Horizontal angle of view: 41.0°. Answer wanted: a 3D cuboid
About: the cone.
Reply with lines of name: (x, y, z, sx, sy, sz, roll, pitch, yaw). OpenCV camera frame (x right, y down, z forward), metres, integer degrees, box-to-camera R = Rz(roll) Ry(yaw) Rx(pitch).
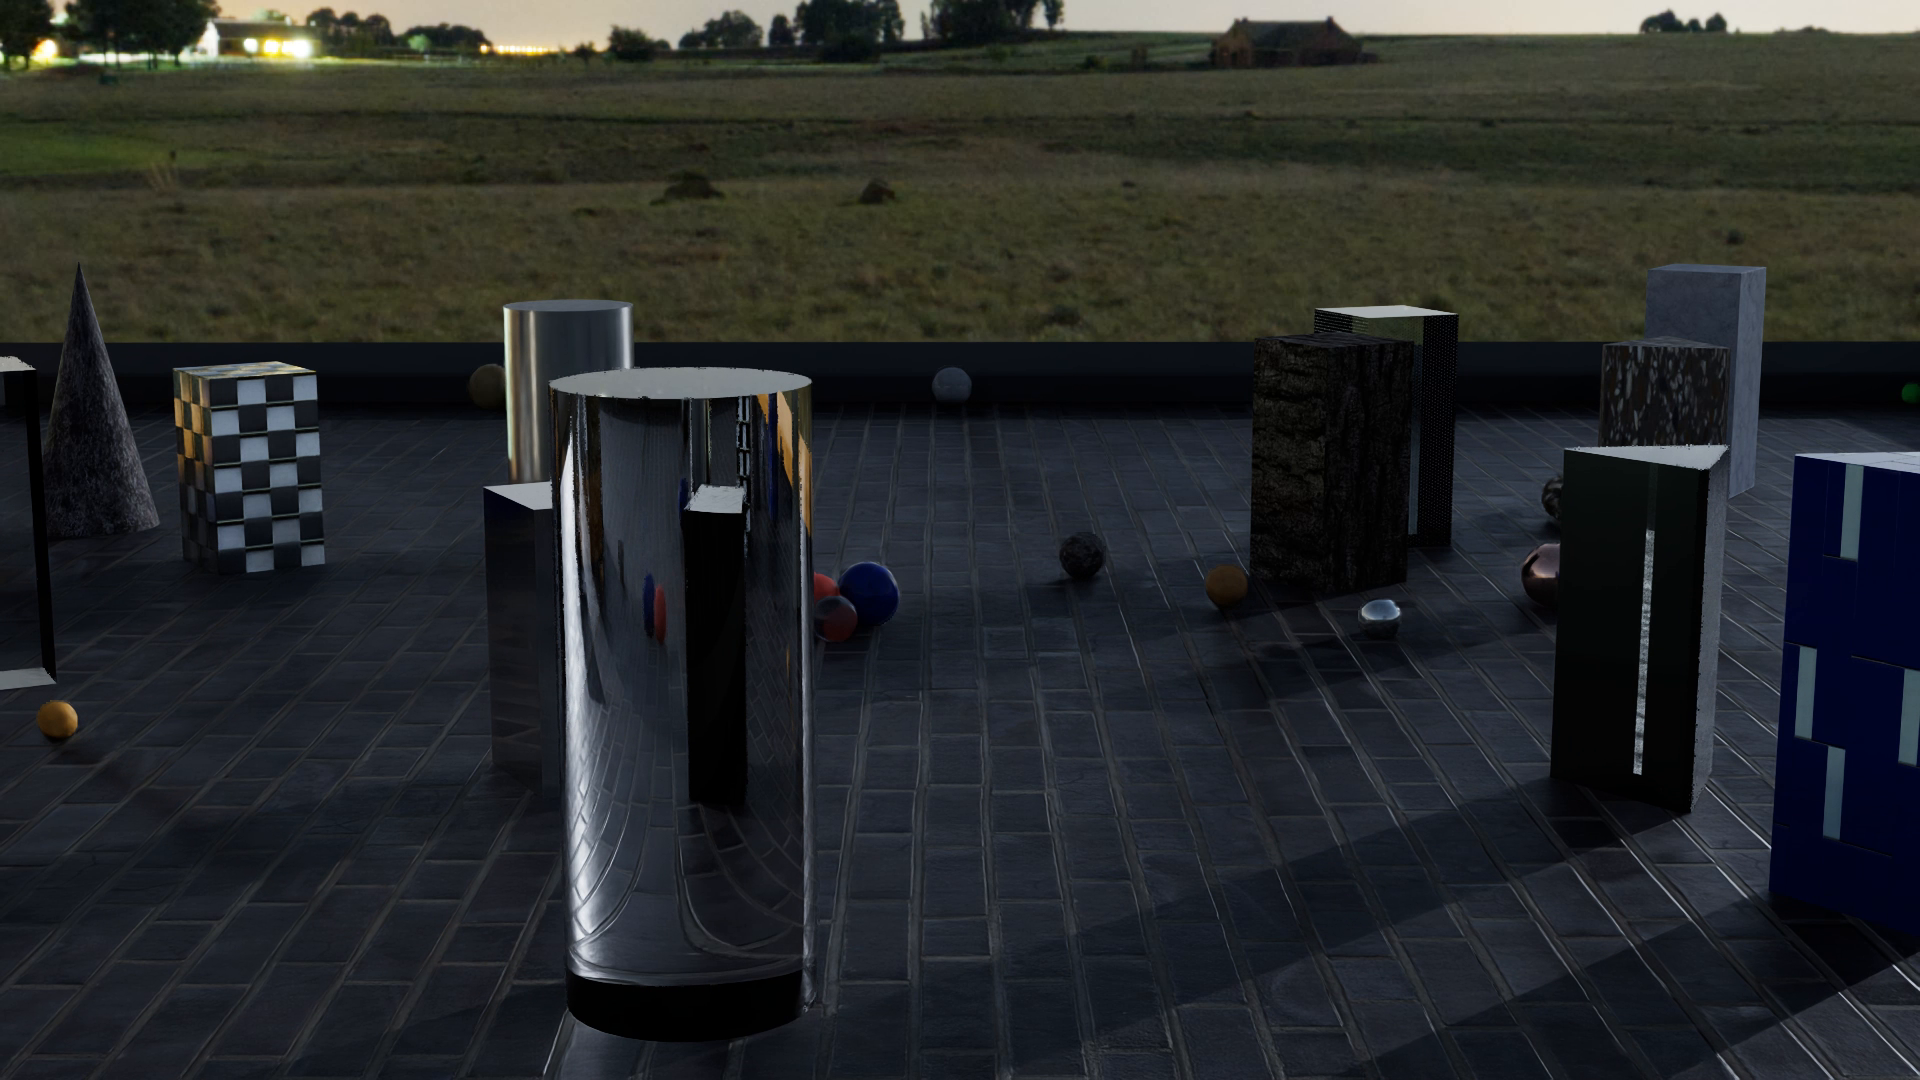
cone: (-1.386, -0.232, 4.073, 0.198, 0.425, 0.198, 0, 10, 0)

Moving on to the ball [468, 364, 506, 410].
ball: (-1.000, -0.327, 5.480, 0.099, 0.099, 0.099, 0, 10, 0)

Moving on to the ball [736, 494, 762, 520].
ball: (-0.341, -0.053, 4.154, 0.044, 0.044, 0.044, 0, 10, 0)

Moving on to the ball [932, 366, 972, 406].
ball: (-0.017, -0.331, 5.538, 0.086, 0.086, 0.086, 0, 10, 0)

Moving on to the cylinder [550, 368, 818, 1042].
cylinder: (-0.212, 0.121, 1.990, 0.198, 0.489, 0.198, 0, 10, 0)

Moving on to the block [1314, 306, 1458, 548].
block: (0.652, -0.175, 3.960, 0.159, 0.355, 0.159, -4, 11, -22)

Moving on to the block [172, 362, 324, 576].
block: (-1.051, -0.109, 3.791, 0.159, 0.286, 0.159, -7, 13, -35)

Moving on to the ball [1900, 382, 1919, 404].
ball: (2.071, -0.319, 5.583, 0.046, 0.046, 0.046, 0, 10, 0)

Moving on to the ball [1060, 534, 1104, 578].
ball: (0.175, 0.023, 3.688, 0.064, 0.064, 0.064, 0, 10, 0)

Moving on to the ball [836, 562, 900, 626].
ball: (-0.122, 0.071, 3.375, 0.084, 0.084, 0.084, 0, 10, 0)

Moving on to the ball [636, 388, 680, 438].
ball: (-0.601, -0.251, 5.074, 0.098, 0.098, 0.098, 0, 10, 0)

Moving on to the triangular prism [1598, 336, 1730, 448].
triangular prism: (1.017, -0.121, 3.721, 0.172, 0.335, 0.149, 3, 11, 16)

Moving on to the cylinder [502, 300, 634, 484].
cylinder: (-0.599, -0.180, 3.956, 0.198, 0.365, 0.198, 0, 10, 0)

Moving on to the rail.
rail: (-0.013, -0.364, 5.596, 4.308, 0.129, 0.045, 0, 10, 0)

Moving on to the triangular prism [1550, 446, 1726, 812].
triangular prism: (0.724, 0.080, 2.611, 0.149, 0.343, 0.172, -8, 13, -36)

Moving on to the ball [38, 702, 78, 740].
ball: (-0.986, 0.197, 2.805, 0.042, 0.042, 0.042, 0, 10, 0)

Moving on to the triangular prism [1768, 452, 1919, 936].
triangular prism: (0.835, 0.124, 2.237, 0.149, 0.393, 0.172, -7, 13, -35)

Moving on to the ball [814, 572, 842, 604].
ball: (-0.192, 0.081, 3.335, 0.078, 0.078, 0.078, 0, 10, 0)

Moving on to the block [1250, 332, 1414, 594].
block: (0.529, -0.114, 3.658, 0.159, 0.344, 0.159, -7, 12, -32)

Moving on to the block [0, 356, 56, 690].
block: (-1.185, -0.019, 3.058, 0.159, 0.376, 0.159, -6, 12, -28)

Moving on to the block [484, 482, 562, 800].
block: (-0.388, 0.096, 2.658, 0.159, 0.295, 0.159, -6, 12, -28)

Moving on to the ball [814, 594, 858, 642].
ball: (-0.161, 0.101, 3.276, 0.061, 0.061, 0.061, 0, 10, 0)

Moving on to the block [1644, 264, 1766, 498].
block: (1.283, -0.278, 4.438, 0.159, 0.383, 0.159, 7, 12, 32)

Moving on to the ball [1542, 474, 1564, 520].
ball: (0.981, -0.070, 4.159, 0.075, 0.075, 0.075, 0, 10, 0)

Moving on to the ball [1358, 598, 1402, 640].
ball: (0.540, 0.101, 3.292, 0.055, 0.055, 0.055, 0, 10, 0)

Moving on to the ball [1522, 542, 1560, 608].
ball: (0.808, 0.048, 3.485, 0.089, 0.089, 0.089, 0, 10, 0)

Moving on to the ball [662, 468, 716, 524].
ball: (-0.436, -0.071, 4.124, 0.089, 0.089, 0.089, 0, 10, 0)

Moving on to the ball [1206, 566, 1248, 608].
ball: (0.362, 0.063, 3.486, 0.058, 0.058, 0.058, 0, 10, 0)
